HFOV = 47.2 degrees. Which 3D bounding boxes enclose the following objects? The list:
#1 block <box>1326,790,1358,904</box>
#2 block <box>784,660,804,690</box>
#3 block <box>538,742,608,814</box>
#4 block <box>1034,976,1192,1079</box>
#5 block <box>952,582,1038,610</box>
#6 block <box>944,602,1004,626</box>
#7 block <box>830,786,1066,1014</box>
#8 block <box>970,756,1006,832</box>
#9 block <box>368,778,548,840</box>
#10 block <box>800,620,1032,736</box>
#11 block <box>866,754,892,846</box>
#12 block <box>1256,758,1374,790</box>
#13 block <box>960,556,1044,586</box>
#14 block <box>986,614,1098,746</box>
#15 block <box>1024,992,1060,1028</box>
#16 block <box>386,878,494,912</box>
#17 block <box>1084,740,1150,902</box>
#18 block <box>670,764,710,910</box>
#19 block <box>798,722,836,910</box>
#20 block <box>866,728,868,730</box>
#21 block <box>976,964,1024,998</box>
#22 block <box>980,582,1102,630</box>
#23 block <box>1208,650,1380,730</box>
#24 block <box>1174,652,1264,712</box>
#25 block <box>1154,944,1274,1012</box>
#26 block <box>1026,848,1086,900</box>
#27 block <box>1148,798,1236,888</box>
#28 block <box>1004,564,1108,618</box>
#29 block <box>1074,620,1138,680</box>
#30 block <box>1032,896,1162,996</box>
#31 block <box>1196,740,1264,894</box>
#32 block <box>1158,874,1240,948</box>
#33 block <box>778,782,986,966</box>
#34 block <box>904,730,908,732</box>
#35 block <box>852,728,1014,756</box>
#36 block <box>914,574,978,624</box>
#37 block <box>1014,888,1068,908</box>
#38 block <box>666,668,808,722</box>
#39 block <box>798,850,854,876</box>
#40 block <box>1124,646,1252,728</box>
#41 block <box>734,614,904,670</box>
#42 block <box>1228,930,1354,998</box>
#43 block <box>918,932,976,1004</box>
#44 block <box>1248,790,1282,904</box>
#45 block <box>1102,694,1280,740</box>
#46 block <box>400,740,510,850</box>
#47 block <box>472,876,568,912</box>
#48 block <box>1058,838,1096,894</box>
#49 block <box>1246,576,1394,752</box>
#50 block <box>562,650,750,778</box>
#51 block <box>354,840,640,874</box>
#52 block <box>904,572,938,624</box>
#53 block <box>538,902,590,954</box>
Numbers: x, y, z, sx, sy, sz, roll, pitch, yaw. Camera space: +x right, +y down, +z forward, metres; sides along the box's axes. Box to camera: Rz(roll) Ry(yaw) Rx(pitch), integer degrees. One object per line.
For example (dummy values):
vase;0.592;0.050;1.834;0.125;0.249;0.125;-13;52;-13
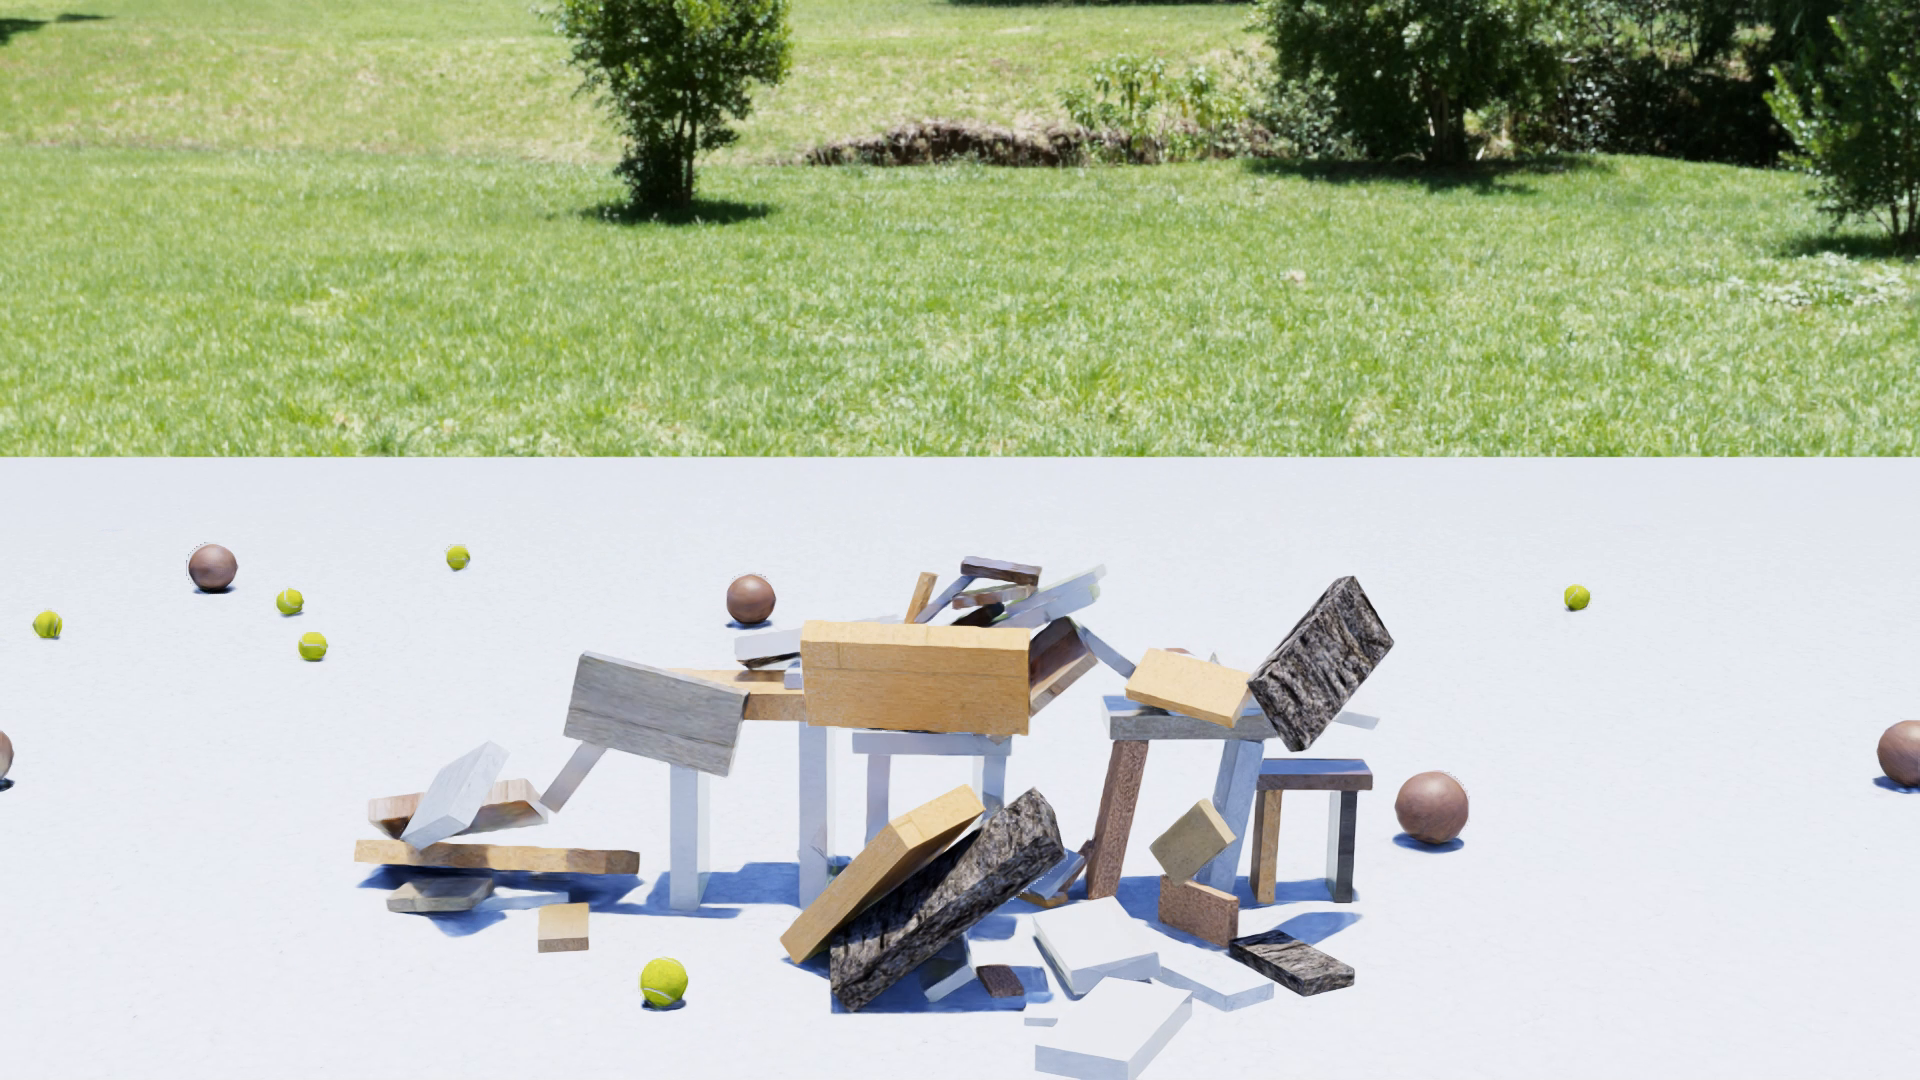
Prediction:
block;0.633;0.495;3.651;0.027;0.193;0.096;1;11;-1
block;-0.186;0.220;3.594;0.187;0.027;0.094;0;10;6
block;-0.615;0.345;3.697;0.039;0.274;0.137;36;48;-5
block;0.217;0.683;3.066;0.134;0.038;0.267;5;12;24
block;0.055;0.087;3.516;0.126;0.018;0.063;-10;7;19
block;-0.021;0.152;3.552;0.187;0.027;0.094;-30;1;18
block;-0.022;0.524;3.223;0.387;0.050;0.175;-37;14;7
block;0.045;0.462;3.645;0.037;0.258;0.129;1;10;-7
block;-0.861;0.468;3.784;0.274;0.039;0.137;-8;-25;4
block;-0.066;0.215;3.423;0.350;0.175;0.050;2;38;5
block;-0.136;0.463;3.645;0.037;0.258;0.129;2;11;0
block;0.577;0.386;3.632;0.193;0.027;0.096;0;11;0
block;0.067;0.049;3.512;0.126;0.018;0.063;9;12;7
block;0.114;0.223;3.530;0.030;0.213;0.107;41;12;-41
block;0.119;0.676;3.169;0.048;0.014;0.095;1;11;5
block;-0.849;0.579;3.591;0.156;0.022;0.078;-4;15;20
block;0.258;0.450;3.639;0.040;0.283;0.142;11;10;-2
block;-0.447;0.433;3.642;0.045;0.317;0.158;1;11;1
block;-0.236;0.434;3.642;0.045;0.317;0.158;1;11;2
block;-0.077;0.239;3.588;0.187;0.027;0.094;-34;5;12
block;0.059;0.656;3.276;0.048;0.014;0.095;-3;11;-13
block;0.119;0.120;3.522;0.213;0.030;0.107;-24;3;12
block;0.543;0.245;3.576;0.288;0.026;0.092;13;31;-24
block;0.404;0.228;3.575;0.184;0.026;0.092;9;32;-13
block;0.368;0.650;3.271;0.094;0.027;0.187;-7;13;-35
block;0.159;0.551;3.628;0.095;0.014;0.048;-42;28;-19
block;0.361;0.473;3.434;0.022;0.078;0.156;-22;-20;-40
block;0.152;0.080;3.491;0.163;0.018;0.063;-23;4;22
block;0.264;0.202;3.598;0.187;0.027;0.094;37;2;-15
block;0.205;0.615;3.350;0.134;0.038;0.267;-11;10;-9
block;0.446;0.450;3.639;0.040;0.283;0.142;11;10;-2
block;0.377;0.585;3.479;0.022;0.078;0.156;-5;11;-38
block;-0.120;0.505;3.315;0.175;0.050;0.350;-21;-22;-47
block;-0.002;0.230;3.564;0.213;0.030;0.107;-36;-1;19
block;-0.042;0.318;3.612;0.258;0.037;0.129;1;11;3
block;-0.022;0.093;3.543;0.116;0.016;0.058;-42;-5;20
block;0.128;0.587;3.648;0.048;0.014;0.095;-9;14;-41
block;-0.339;0.254;3.615;0.317;0.045;0.158;1;11;2
block;-0.229;0.555;3.811;0.058;0.016;0.116;-6;12;-31
block;0.365;0.232;3.475;0.184;0.026;0.092;14;51;28
block;-0.224;0.174;3.653;0.274;0.039;0.137;-8;-13;7
block;0.501;0.640;3.329;0.094;0.027;0.187;-6;12;-29
block;-0.029;0.613;3.381;0.078;0.022;0.370;-32;11;2
block;0.507;0.495;3.652;0.027;0.193;0.096;3;10;-1
block;0.380;0.289;3.612;0.283;0.040;0.142;0;11;-2
block;-0.821;0.416;3.569;0.039;0.137;0.274;35;-29;-17
block;-0.726;0.585;3.629;0.156;0.022;0.078;-3;11;-11
block;0.192;0.546;3.667;0.014;0.095;0.048;34;8;-6
block;0.555;0.188;3.371;0.038;0.134;0.270;-14;24;52
block;-0.485;0.277;3.511;0.274;0.137;0.039;14;8;5
block;-0.778;0.533;3.698;0.458;0.039;0.137;0;-9;15
block;-0.068;0.108;3.581;0.016;0.116;0.058;19;3;11
block;-0.627;0.614;3.482;0.078;0.022;0.156;-2;11;-9
